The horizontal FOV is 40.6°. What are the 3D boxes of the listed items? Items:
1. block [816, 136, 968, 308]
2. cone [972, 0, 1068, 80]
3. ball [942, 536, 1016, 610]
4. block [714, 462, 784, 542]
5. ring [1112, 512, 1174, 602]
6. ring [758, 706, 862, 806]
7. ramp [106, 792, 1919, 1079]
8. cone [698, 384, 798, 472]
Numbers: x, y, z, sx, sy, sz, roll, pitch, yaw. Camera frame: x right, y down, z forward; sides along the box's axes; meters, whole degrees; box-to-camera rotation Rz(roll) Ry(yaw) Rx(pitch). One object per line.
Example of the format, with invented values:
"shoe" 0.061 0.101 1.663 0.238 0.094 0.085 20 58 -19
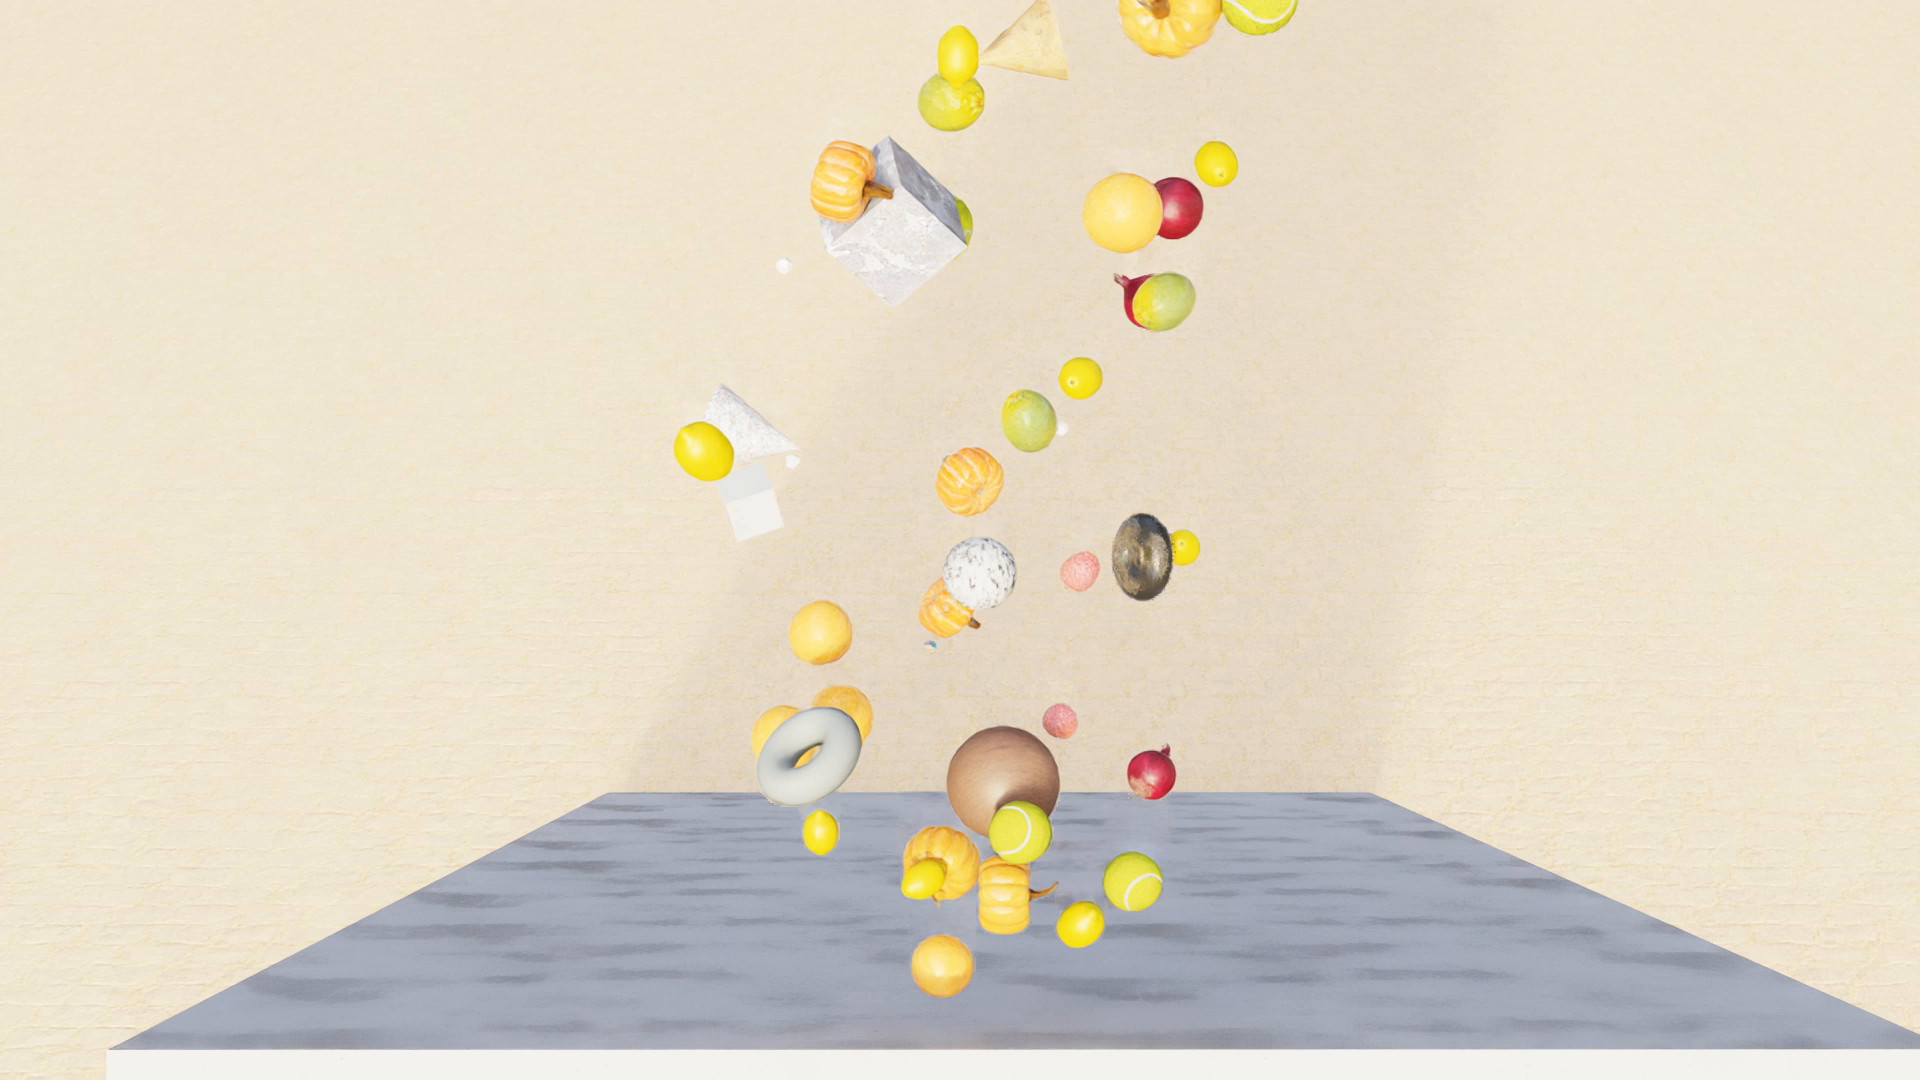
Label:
"block" -0.068 -0.311 2.536 0.098 0.098 0.098 -38 35 19
"cone" 0.055 -0.503 2.668 0.091 0.091 0.091 -17 36 -1
"ball" 0.023 0.039 3.070 0.088 0.088 0.088 0 34 0
"block" -0.244 -0.044 3.007 0.057 0.057 0.057 -19 39 -8
"ring" 0.202 0.019 2.873 0.033 0.098 0.098 0 31 -29
"ring" -0.154 0.221 2.657 0.118 0.039 0.118 -21 39 18
"ramp" 0.076 0.657 4.808 2.000 0.100 4.000 0 -2 0
"cone" -0.213 -0.107 2.717 0.096 0.096 0.096 14 36 10
